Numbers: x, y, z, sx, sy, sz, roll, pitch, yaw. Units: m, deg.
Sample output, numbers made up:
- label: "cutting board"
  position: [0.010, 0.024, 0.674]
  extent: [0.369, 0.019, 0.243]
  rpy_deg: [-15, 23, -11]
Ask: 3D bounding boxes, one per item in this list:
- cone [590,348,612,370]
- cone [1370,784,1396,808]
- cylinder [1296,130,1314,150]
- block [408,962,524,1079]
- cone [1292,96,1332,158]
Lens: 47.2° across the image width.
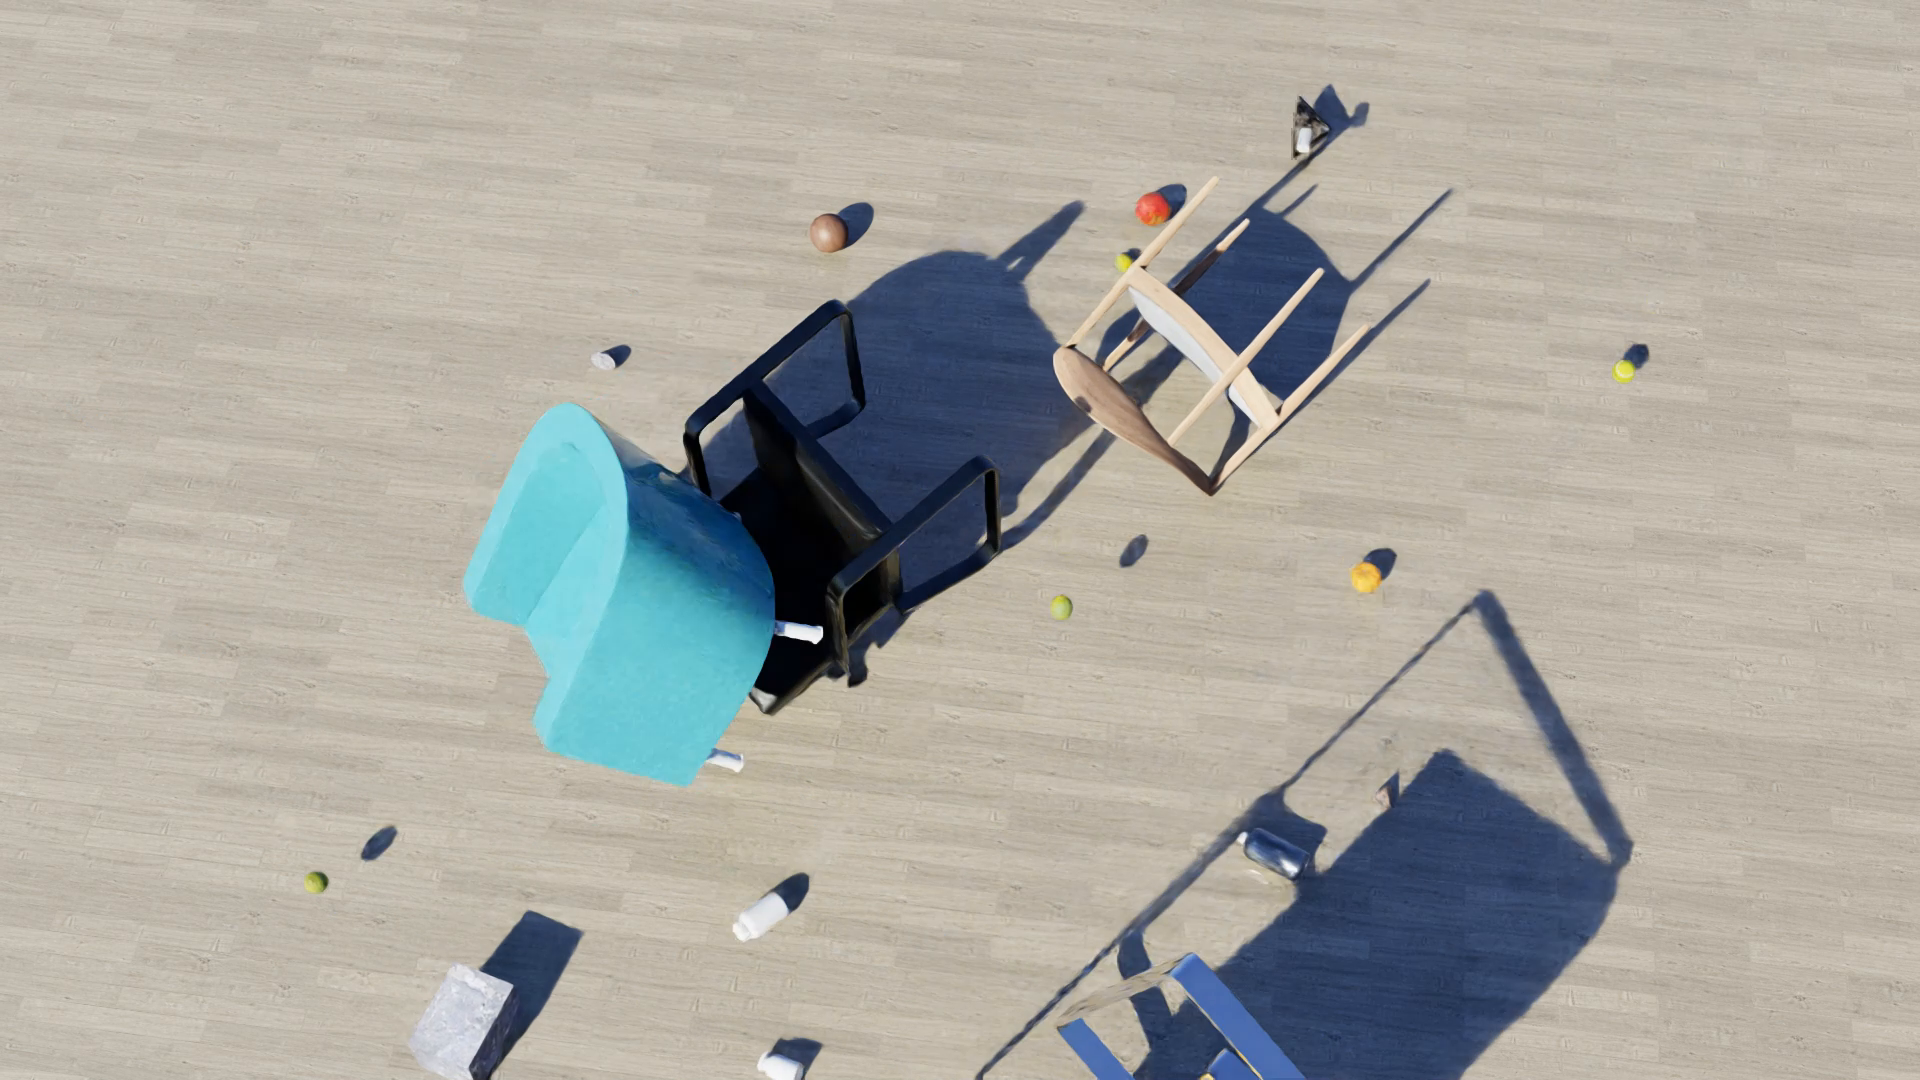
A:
- label: "cone"
  position: [-1.113, -0.580, 6.932]
  extent: [0.080, 0.067, 0.063]
  rpy_deg: [30, 32, 13]
- label: "cone"
  position: [1.161, 0.712, 6.078]
  extent: [0.065, 0.066, 0.076]
  rpy_deg: [-14, 24, 24]
- label: "cylinder"
  position: [1.108, -1.283, 7.061]
  extent: [0.044, 0.040, 0.075]
  rpy_deg: [39, 36, -2]
- label: "block"
  position: [-1.265, 1.247, 5.640]
  extent: [0.173, 0.161, 0.239]
  rpy_deg: [19, 58, 12]
- label: "cone"
  position: [1.190, -1.379, 7.374]
  extent: [0.121, 0.194, 0.232]
  rpy_deg: [7, 50, 12]
